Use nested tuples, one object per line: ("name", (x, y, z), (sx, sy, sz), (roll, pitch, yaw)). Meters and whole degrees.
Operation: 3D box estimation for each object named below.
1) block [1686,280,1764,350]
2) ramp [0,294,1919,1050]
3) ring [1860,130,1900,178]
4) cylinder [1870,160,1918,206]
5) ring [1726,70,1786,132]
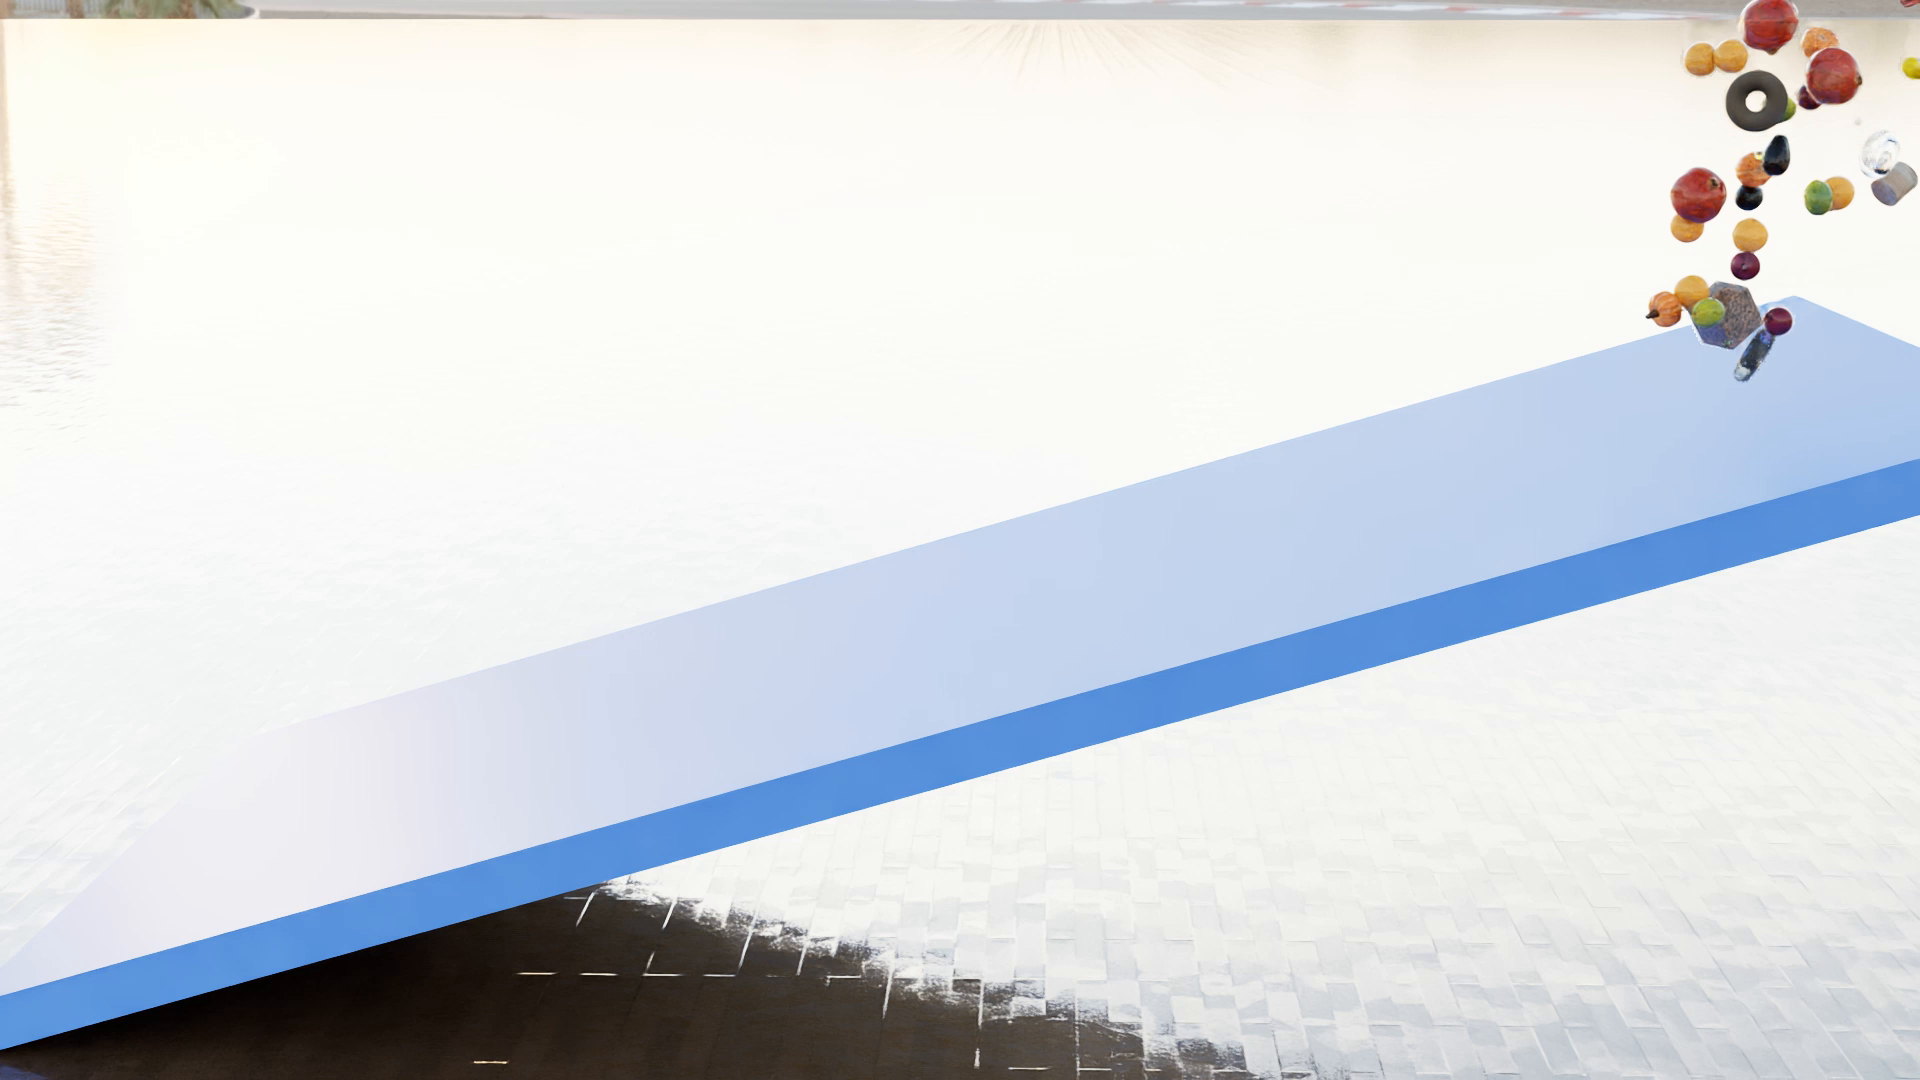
("block", (1.589, -0.467, 6.109), (0.094, 0.094, 0.094), (-40, 27, -14))
("ramp", (0.091, 0.187, 6.320), (4.000, 0.100, 2.000), (-16, 10, 5))
("ring", (1.801, -0.756, 5.762), (0.033, 0.098, 0.098), (20, 4, -18))
("cylinder", (1.940, -0.740, 6.106), (0.068, 0.068, 0.068), (-40, 25, -16))
("ring", (1.553, -0.856, 5.737), (0.121, 0.121, 0.040), (7, -3, 34))
